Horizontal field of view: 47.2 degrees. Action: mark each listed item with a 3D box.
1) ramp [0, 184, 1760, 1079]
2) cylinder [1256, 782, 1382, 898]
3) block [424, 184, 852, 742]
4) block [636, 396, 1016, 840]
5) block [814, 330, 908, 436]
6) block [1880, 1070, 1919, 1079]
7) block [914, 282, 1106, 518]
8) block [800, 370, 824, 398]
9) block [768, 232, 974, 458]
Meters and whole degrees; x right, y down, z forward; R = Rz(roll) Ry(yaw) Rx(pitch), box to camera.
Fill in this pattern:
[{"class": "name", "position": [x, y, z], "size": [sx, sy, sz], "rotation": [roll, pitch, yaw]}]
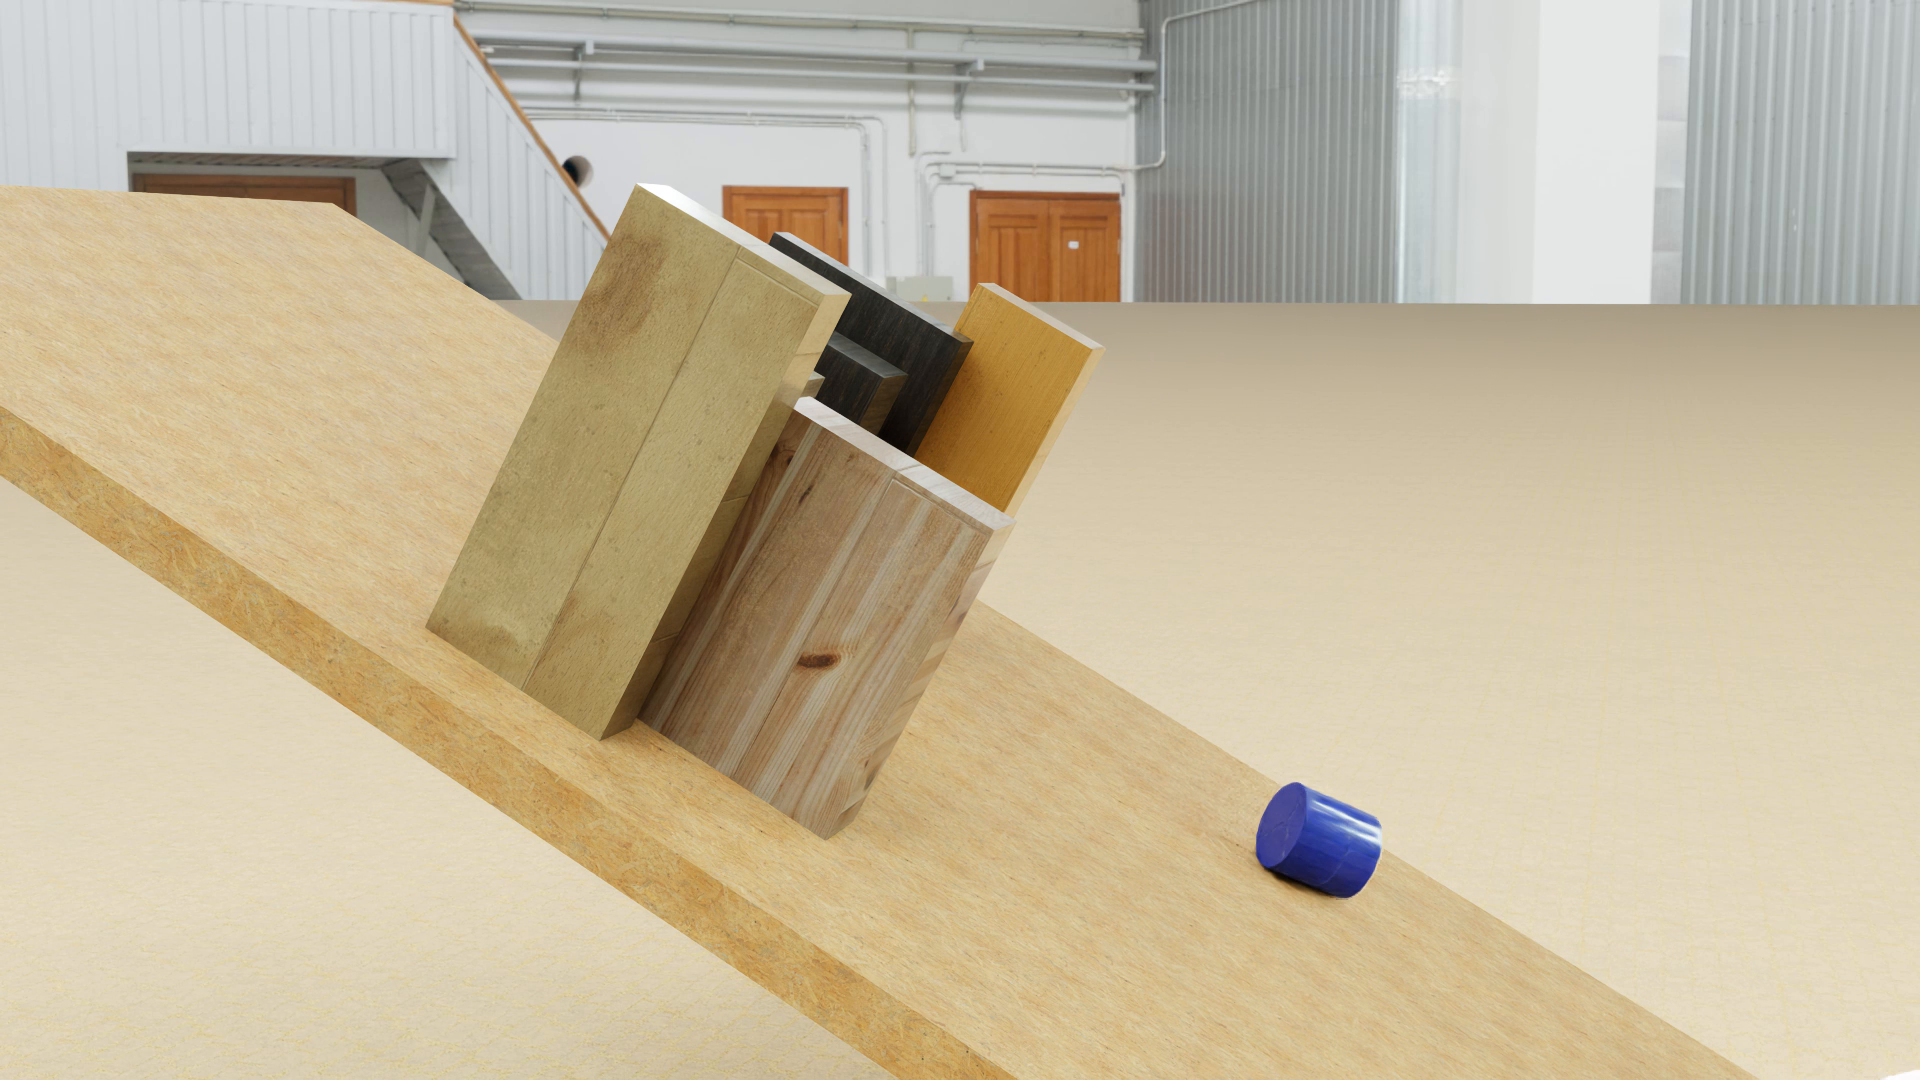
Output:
[{"class": "ramp", "position": [-0.204, 0.338, 4.138], "size": [4.000, 0.100, 2.000], "rotation": [31, 14, 11]}, {"class": "cylinder", "position": [0.715, 0.599, 4.387], "size": [0.180, 0.180, 0.180], "rotation": [24, 0, -16]}, {"class": "block", "position": [-0.500, -0.115, 3.366], "size": [0.339, 0.779, 0.114], "rotation": [31, 14, 11]}, {"class": "block", "position": [-0.225, 0.122, 3.482], "size": [0.393, 0.571, 0.128], "rotation": [31, 14, 11]}, {"class": "block", "position": [-0.356, -0.138, 4.179], "size": [0.266, 0.550, 0.144], "rotation": [31, 14, 11]}, {"class": "block", "position": [1.908, 1.194, 4.376], "size": [0.199, 0.199, 0.199], "rotation": [-19, 3, 15]}, {"class": "block", "position": [-0.003, -0.138, 4.484], "size": [0.270, 0.727, 0.115], "rotation": [31, 14, 11]}, {"class": "block", "position": [-0.512, -0.147, 3.978], "size": [0.334, 0.521, 0.084], "rotation": [31, 14, 11]}, {"class": "block", "position": [-0.315, -0.231, 4.416], "size": [0.445, 0.631, 0.081], "rotation": [31, 14, 11]}]
